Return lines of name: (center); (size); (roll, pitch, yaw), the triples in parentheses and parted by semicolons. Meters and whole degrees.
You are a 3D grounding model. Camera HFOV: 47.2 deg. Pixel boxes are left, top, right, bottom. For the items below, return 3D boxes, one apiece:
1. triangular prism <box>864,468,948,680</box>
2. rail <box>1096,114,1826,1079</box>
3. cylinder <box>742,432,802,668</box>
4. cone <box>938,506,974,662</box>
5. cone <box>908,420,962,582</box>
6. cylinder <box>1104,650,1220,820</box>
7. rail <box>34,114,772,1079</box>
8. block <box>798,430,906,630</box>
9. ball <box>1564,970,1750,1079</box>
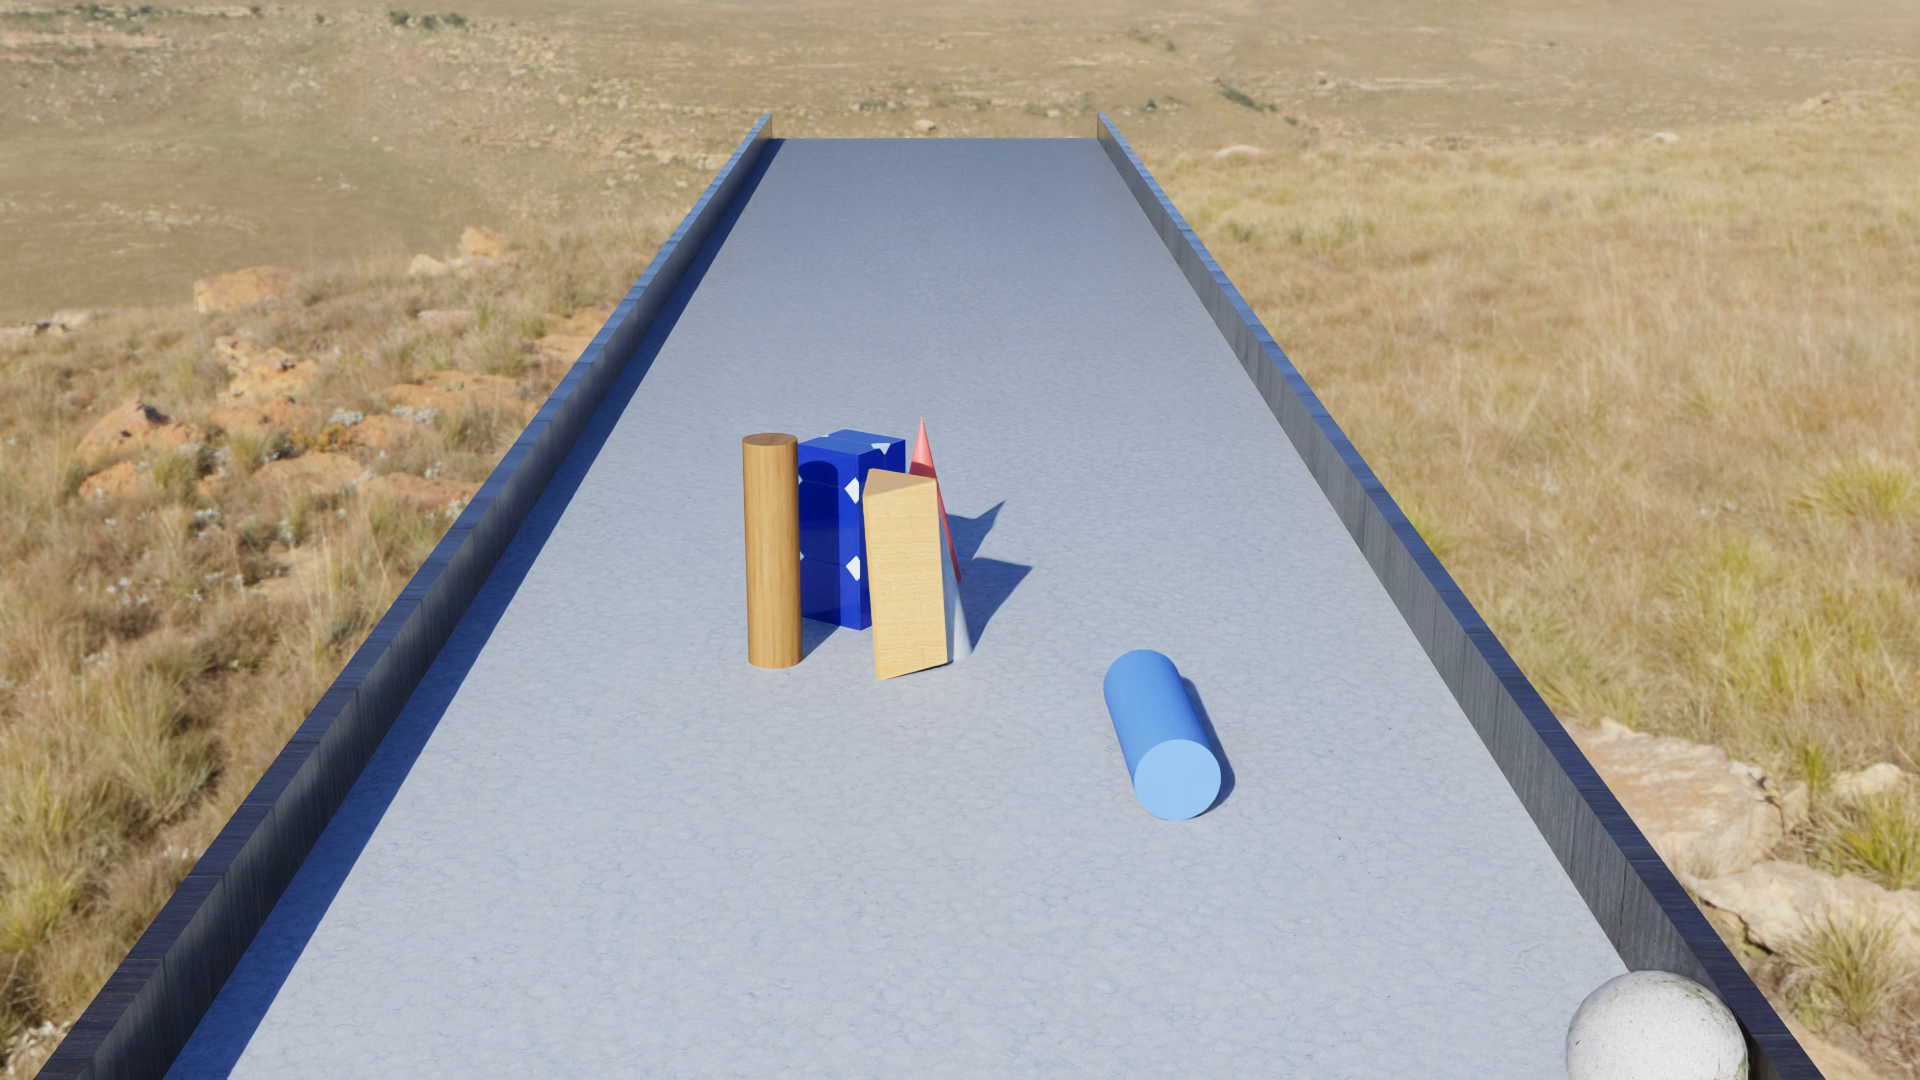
triangular prism: (-0.133, 0.059, 4.321); (0.153, 0.385, 0.133); (-14, 24, -24)
rail: (0.932, -0.844, 7.801); (0.050, 0.150, 12.000); (0, 17, -1)
cylinder: (-0.371, 0.022, 4.353); (0.108, 0.456, 0.108); (0, 17, 0)
cone: (-0.046, 0.069, 4.426); (0.146, 0.323, 0.146); (0, 17, 0)
cone: (-0.083, -0.093, 4.886); (0.173, 0.373, 0.173); (0, 17, 0)
cylinder: (0.348, 0.334, 3.852); (0.145, 0.145, 0.446); (-1, 17, -3)
rail: (-1.118, -0.838, 7.780); (0.050, 0.150, 12.000); (0, 17, -1)
block: (-0.226, -0.024, 4.642); (0.161, 0.379, 0.161); (11, 20, 34)
ball: (0.855, 0.638, 2.703); (0.216, 0.216, 0.216); (0, 17, 0)
